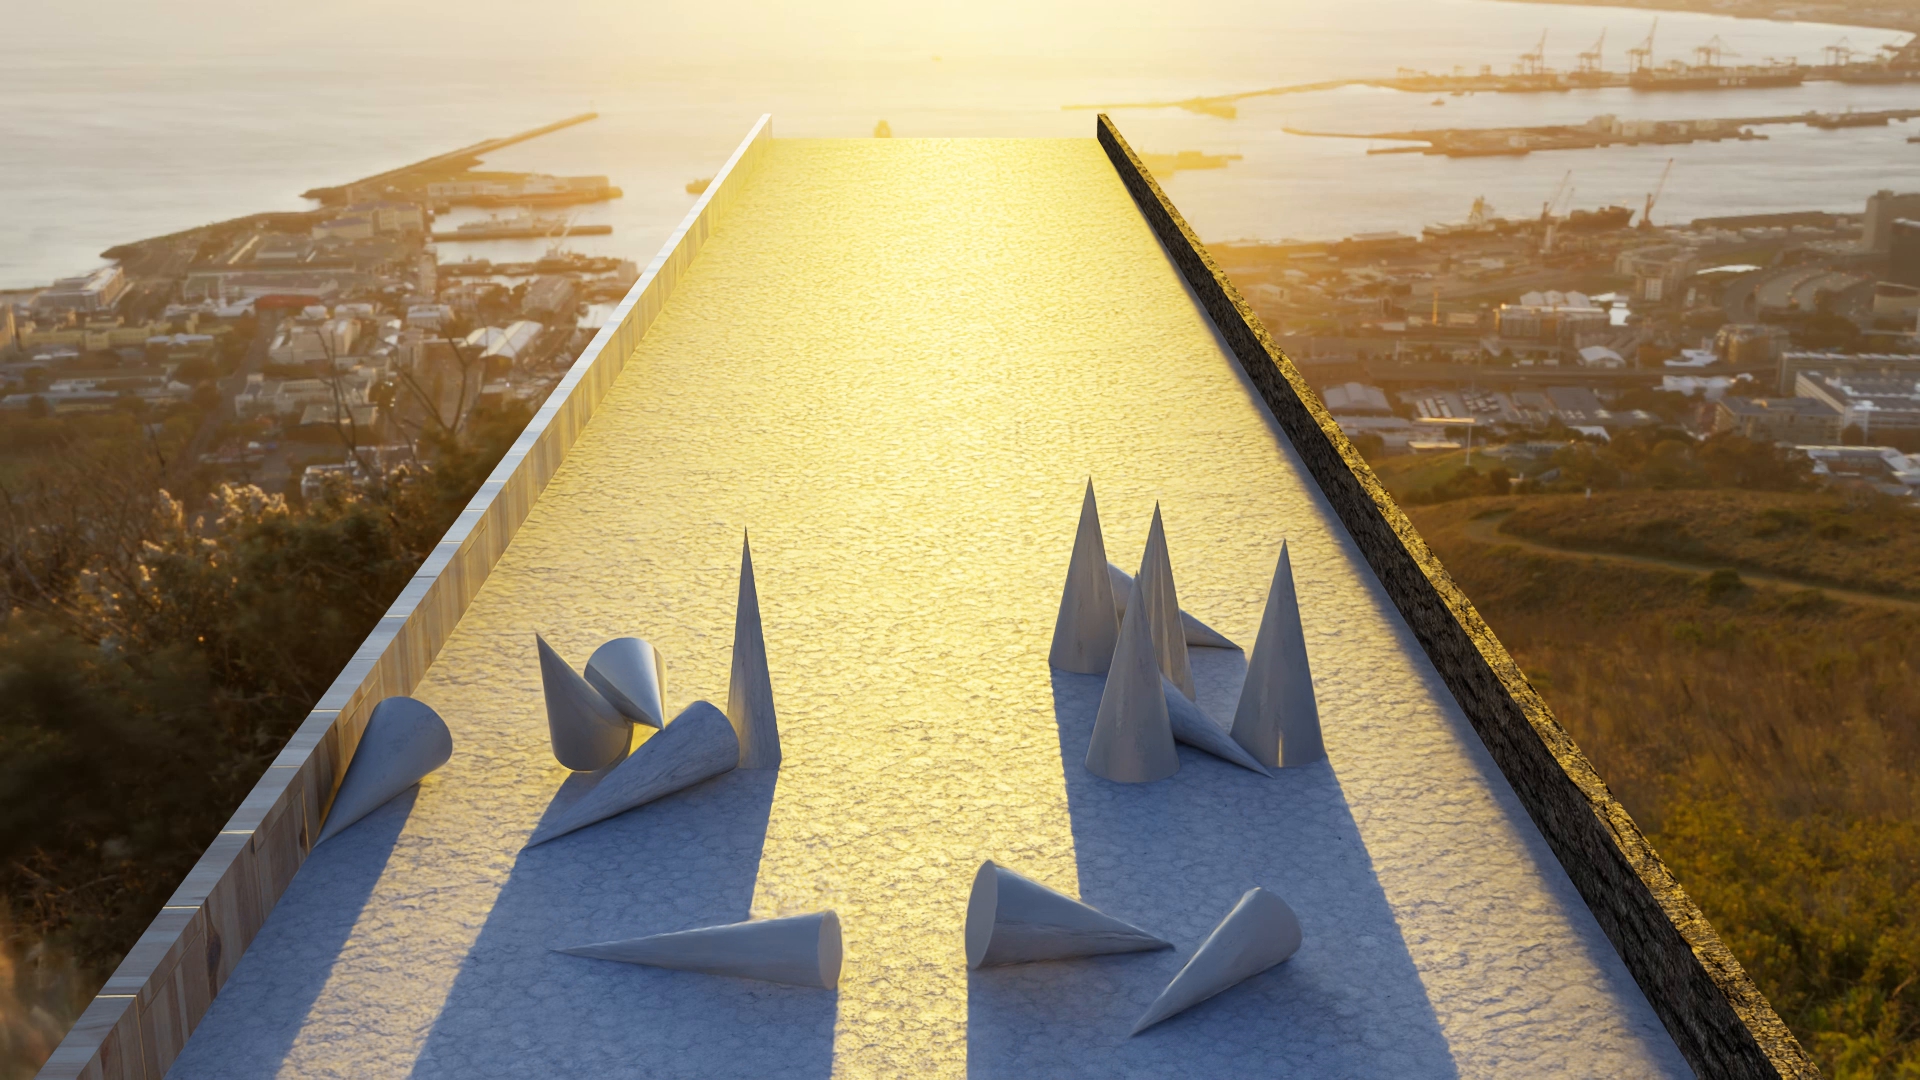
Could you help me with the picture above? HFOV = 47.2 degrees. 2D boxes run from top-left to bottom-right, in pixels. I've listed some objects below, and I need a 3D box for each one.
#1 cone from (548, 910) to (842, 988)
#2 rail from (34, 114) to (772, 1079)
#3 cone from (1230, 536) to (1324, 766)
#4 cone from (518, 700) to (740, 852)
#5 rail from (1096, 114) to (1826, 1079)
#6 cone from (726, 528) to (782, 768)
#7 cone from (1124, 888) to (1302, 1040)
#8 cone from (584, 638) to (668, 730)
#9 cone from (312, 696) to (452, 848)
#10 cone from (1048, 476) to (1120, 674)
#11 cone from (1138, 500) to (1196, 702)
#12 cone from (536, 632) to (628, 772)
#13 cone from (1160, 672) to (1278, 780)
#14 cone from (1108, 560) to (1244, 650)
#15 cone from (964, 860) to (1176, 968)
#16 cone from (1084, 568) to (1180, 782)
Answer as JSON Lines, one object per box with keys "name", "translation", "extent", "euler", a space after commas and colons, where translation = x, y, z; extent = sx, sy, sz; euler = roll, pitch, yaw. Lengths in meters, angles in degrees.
{"name": "cone", "translation": [-0.393, 0.588, 3.154], "extent": [0.438, 0.110, 0.110], "euler": [-3, 15, 15]}
{"name": "rail", "translation": [-1.118, -0.838, 7.780], "extent": [0.050, 0.150, 12.000], "euler": [0, 17, -1]}
{"name": "cone", "translation": [0.569, 0.183, 3.908], "extent": [0.176, 0.400, 0.176], "euler": [0, 17, 0]}
{"name": "cone", "translation": [-0.572, 0.422, 3.686], "extent": [0.139, 0.139, 0.437], "euler": [14, 30, 38]}
{"name": "rail", "translation": [0.932, -0.844, 7.801], "extent": [0.050, 0.150, 12.000], "euler": [0, 17, -1]}
{"name": "cone", "translation": [-0.371, 0.179, 3.862], "extent": [0.106, 0.435, 0.106], "euler": [0, 17, 0]}
{"name": "cone", "translation": [0.333, 0.613, 3.066], "extent": [0.112, 0.112, 0.335], "euler": [15, 32, 42]}
{"name": "cone", "translation": [-0.561, 0.290, 3.904], "extent": [0.157, 0.157, 0.395], "euler": [-5, 11, -17]}
{"name": "cone", "translation": [-1.000, 0.418, 3.687], "extent": [0.156, 0.156, 0.333], "euler": [5, 30, 16]}
{"name": "cone", "translation": [0.255, 0.054, 4.360], "extent": [0.157, 0.391, 0.157], "euler": [0, 17, 0]}
{"name": "cone", "translation": [0.369, 0.110, 4.165], "extent": [0.169, 0.395, 0.169], "euler": [0, 17, 0]}
{"name": "cone", "translation": [-0.677, 0.250, 3.756], "extent": [0.138, 0.350, 0.138], "euler": [-4, 55, 6]}
{"name": "cone", "translation": [0.437, 0.347, 3.959], "extent": [0.118, 0.118, 0.388], "euler": [-12, 29, -36]}
{"name": "cone", "translation": [0.424, 0.171, 4.506], "extent": [0.333, 0.173, 0.173], "euler": [19, 20, 11]}
{"name": "cone", "translation": [0.175, 0.566, 3.188], "extent": [0.303, 0.156, 0.156], "euler": [12, 14, -13]}
{"name": "cone", "translation": [0.305, 0.222, 3.840], "extent": [0.168, 0.364, 0.168], "euler": [0, 17, 0]}
